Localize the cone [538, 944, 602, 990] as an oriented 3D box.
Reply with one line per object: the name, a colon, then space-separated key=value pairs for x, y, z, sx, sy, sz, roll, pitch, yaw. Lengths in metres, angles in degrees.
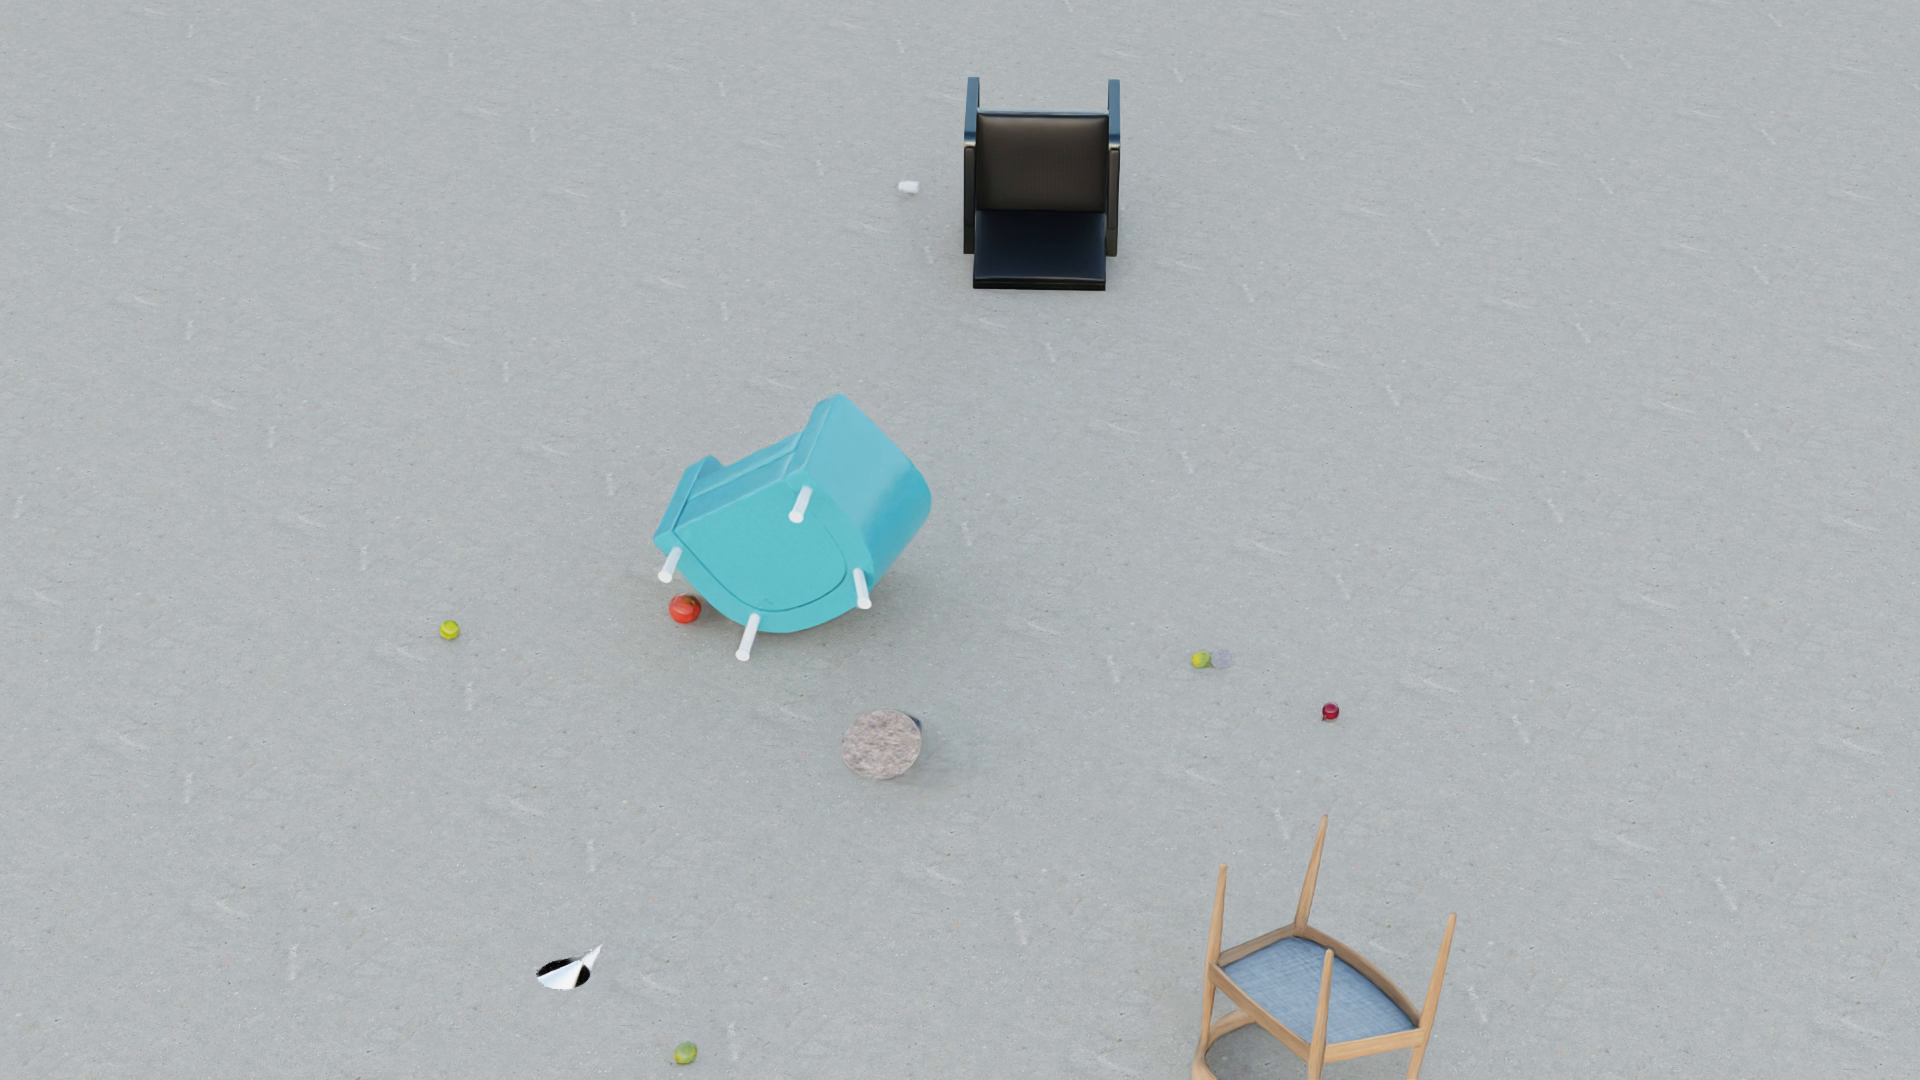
cone: x=-1.150 y=1.280 z=8.949 sx=0.193 sy=0.095 sz=0.228 roll=-12 pitch=11 yaw=27

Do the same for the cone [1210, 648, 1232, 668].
cone: x=0.911 y=0.412 z=10.292 sx=0.080 sy=0.067 sz=0.063 roll=-15 pitch=7 yaw=-8

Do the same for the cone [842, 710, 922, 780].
cone: x=-0.196 y=0.647 z=9.853 sx=0.300 sy=0.229 sz=0.341 roll=-25 pitch=0 yaw=25
